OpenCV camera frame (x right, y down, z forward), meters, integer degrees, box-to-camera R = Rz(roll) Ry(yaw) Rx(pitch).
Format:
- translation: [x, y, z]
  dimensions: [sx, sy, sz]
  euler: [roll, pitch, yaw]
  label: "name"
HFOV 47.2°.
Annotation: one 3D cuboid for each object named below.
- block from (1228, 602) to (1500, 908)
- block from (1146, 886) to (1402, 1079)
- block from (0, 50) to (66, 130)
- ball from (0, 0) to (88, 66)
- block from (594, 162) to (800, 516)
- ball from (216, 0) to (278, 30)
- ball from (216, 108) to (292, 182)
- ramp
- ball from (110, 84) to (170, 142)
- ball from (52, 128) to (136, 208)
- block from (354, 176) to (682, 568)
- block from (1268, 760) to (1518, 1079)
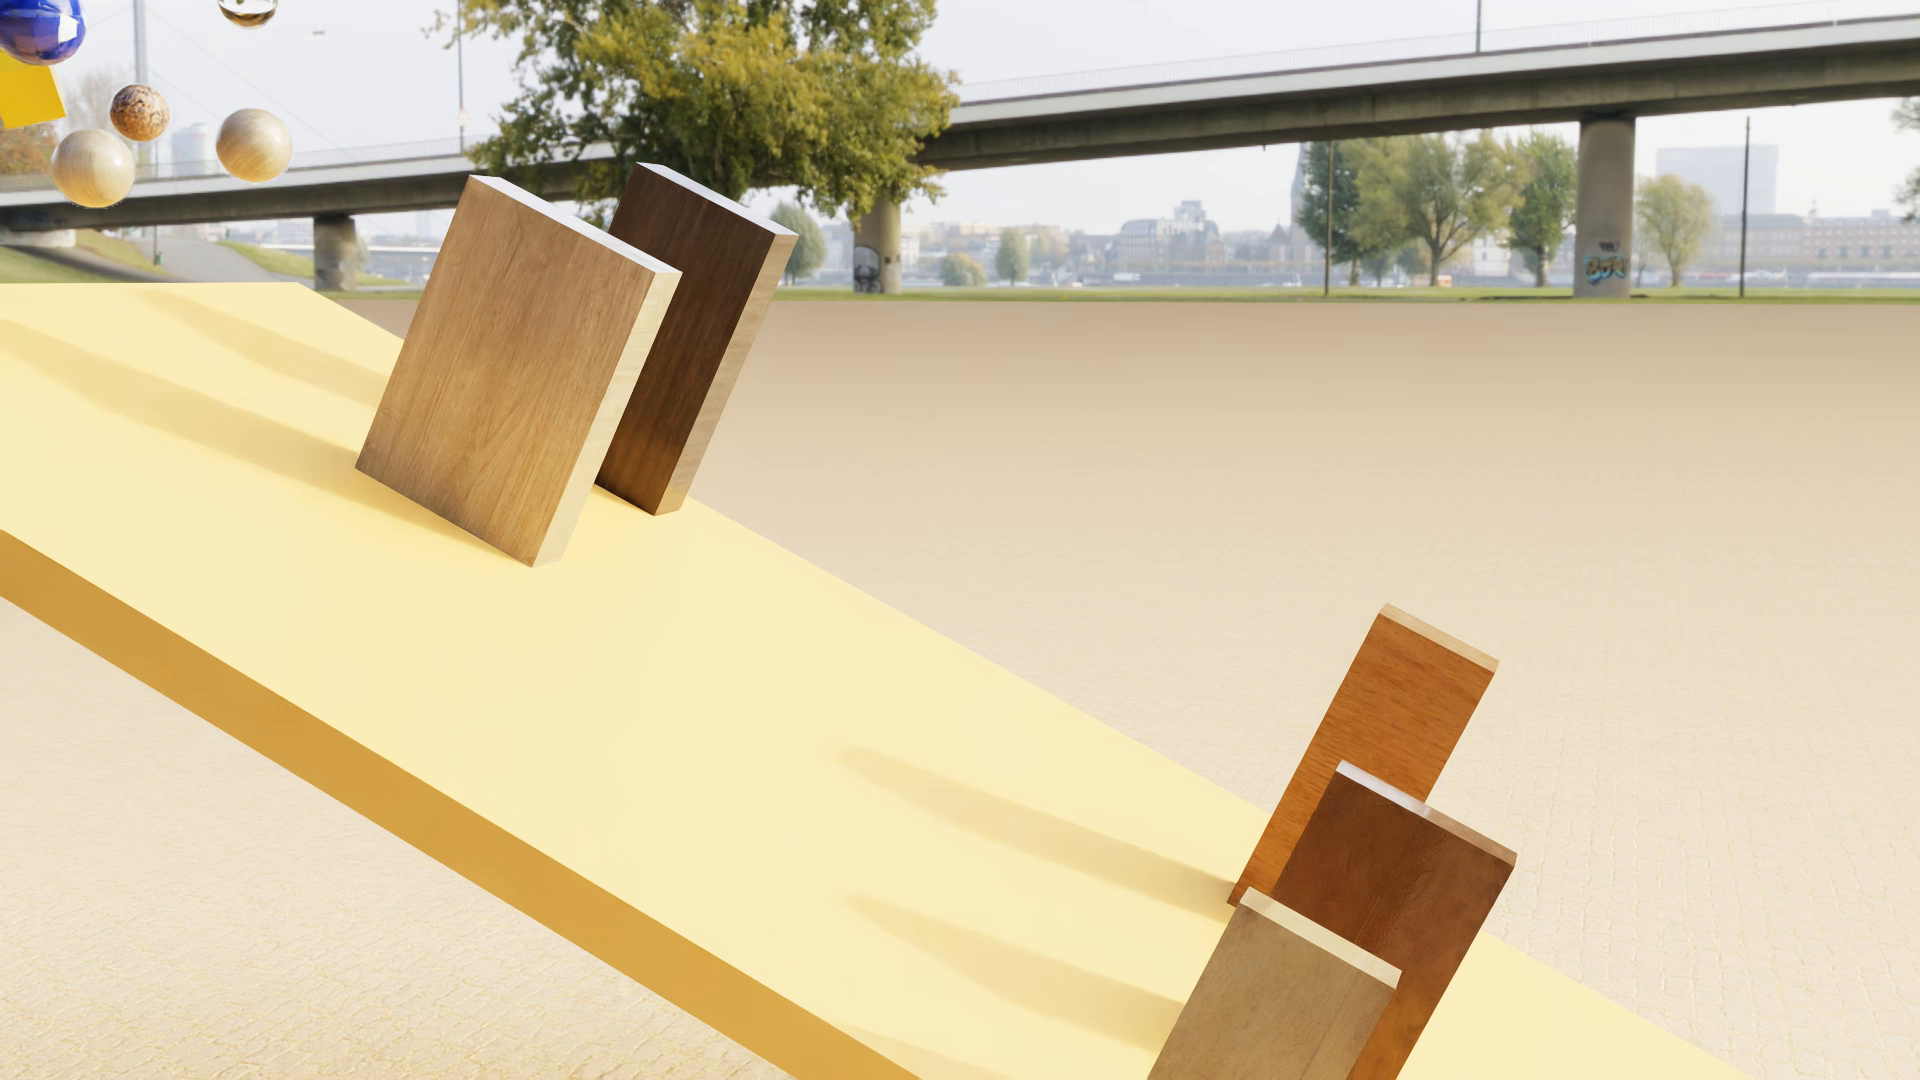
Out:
- translation: [0.778, 0.469, 4.256]
  dimensions: [0.240, 0.648, 0.141]
  euler: [28, 14, 12]
  label: "block"
- translation: [0.426, 0.737, 3.149]
  dimensions: [0.243, 0.404, 0.084]
  euler: [28, 14, 12]
  label: "block"
- translation: [-1.832, -0.893, 4.314]
  dimensions: [0.114, 0.114, 0.114]
  euler: [-16, 40, -14]
  label: "block"
- translation: [-1.727, -0.974, 4.117]
  dimensions: [0.173, 0.173, 0.173]
  euler: [0, 7, 0]
  label: "ball"
- translation: [-0.689, -0.457, 5.026]
  dimensions: [0.371, 0.705, 0.141]
  euler: [28, 14, 12]
  label: "block"
- translation: [-1.425, -1.079, 4.398]
  dimensions: [0.116, 0.116, 0.116]
  euler: [0, 7, 0]
  label: "ball"
- translation: [-1.539, -0.861, 4.795]
  dimensions: [0.161, 0.161, 0.161]
  euler: [0, 7, 0]
  label: "ball"
- translation: [-0.255, 0.433, 4.166]
  dimensions: [4.000, 0.100, 2.000]
  euler: [28, 14, 12]
  label: "ramp"
- translation: [-1.721, -0.896, 4.614]
  dimensions: [0.120, 0.120, 0.120]
  euler: [0, 7, 0]
  label: "ball"
- translation: [-1.661, -0.713, 4.216]
  dimensions: [0.150, 0.150, 0.150]
  euler: [0, 7, 0]
  label: "ball"
- translation: [-0.880, -0.334, 4.360]
  dimensions: [0.435, 0.641, 0.122]
  euler: [28, 14, 12]
  label: "block"
- translation: [0.652, 0.662, 3.621]
  dimensions: [0.317, 0.503, 0.086]
  euler: [28, 14, 12]
  label: "block"
